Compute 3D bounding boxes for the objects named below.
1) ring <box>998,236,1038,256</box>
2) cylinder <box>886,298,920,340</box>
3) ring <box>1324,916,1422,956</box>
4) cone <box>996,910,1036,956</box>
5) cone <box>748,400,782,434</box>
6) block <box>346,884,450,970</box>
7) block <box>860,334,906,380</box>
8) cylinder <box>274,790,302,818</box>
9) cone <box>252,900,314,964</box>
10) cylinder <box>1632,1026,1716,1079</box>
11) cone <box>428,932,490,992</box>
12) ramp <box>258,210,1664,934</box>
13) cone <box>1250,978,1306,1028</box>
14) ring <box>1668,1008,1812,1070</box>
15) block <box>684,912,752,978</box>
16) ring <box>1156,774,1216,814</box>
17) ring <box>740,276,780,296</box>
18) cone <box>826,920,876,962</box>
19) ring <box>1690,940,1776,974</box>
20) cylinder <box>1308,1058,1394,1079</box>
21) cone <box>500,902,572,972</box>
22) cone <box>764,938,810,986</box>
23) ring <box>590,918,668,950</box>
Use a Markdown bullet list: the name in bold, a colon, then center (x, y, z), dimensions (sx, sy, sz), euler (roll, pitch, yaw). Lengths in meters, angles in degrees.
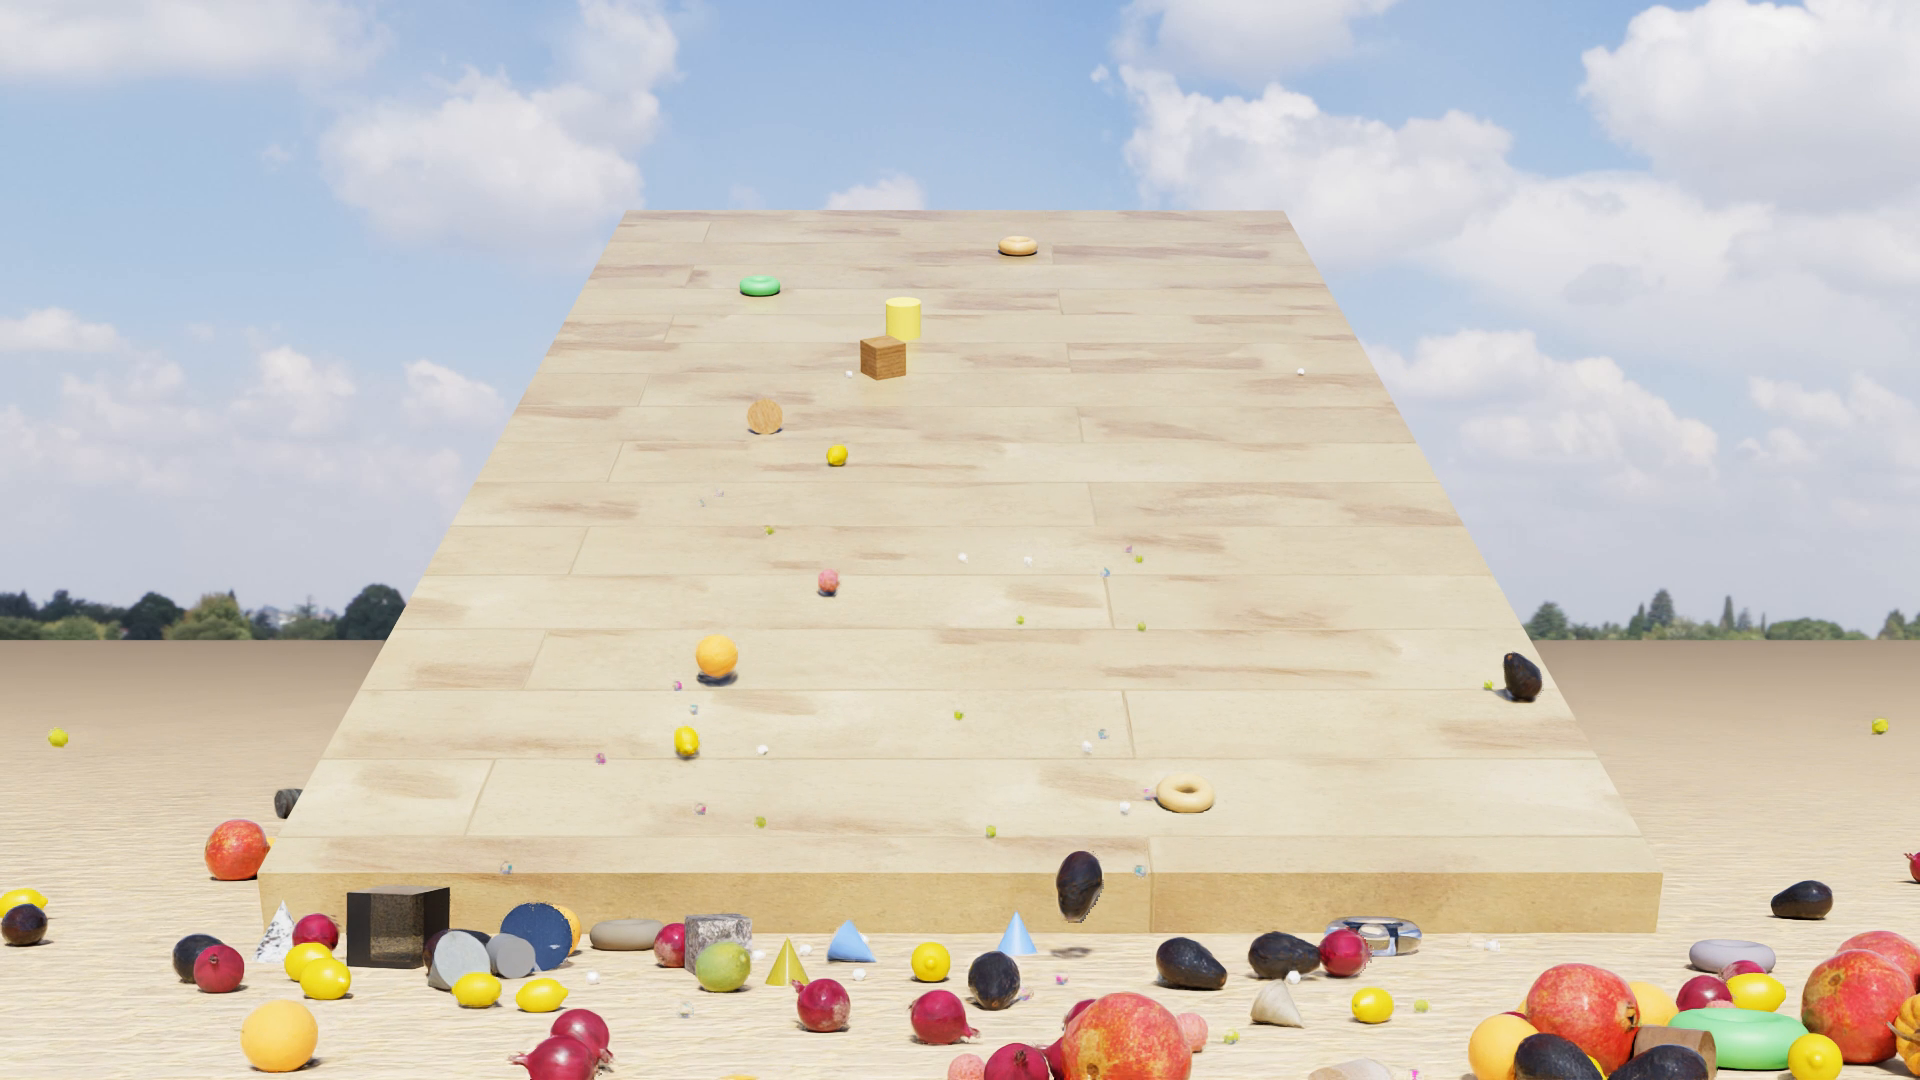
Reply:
- **ring**: center (0.165, -0.835, 6.500), dimensions (0.114, 0.038, 0.114), euler (1, 21, 0)
- **cylinder**: center (-0.141, -0.552, 5.719), dimensions (0.087, 0.087, 0.087), euler (0, 22, 0)
- **ring**: center (0.561, 0.537, 3.111), dimensions (0.131, 0.044, 0.131), euler (1, -3, 0)
- **cone**: center (0.076, 0.530, 3.104), dimensions (0.057, 0.057, 0.057), euler (0, -2, 0)
- **cone**: center (-0.432, -0.267, 5.070), dimensions (0.079, 0.079, 0.079), euler (0, -5, -6)
- **block**: center (-0.735, 0.506, 3.002), dimensions (0.096, 0.096, 0.096), euler (-1, -2, 17)
- **block**: center (-0.182, -0.432, 5.427), dimensions (0.080, 0.080, 0.080), euler (-13, 25, -29)
- **cylinder**: center (-1.564, 0.619, 5.376), dimensions (0.065, 0.065, 0.065), euler (1, -3, -41)
- **cone**: center (-0.896, 0.516, 3.034), dimensions (0.079, 0.079, 0.079), euler (0, -2, 0)
- **cylinder**: center (0.673, 0.490, 2.158), dimensions (0.060, 0.060, 0.060), euler (-4, -4, 36)
- **cone**: center (-0.627, 0.528, 2.788), dimensions (0.079, 0.079, 0.079), euler (-35, -23, 34)
- **ramp**: center (-0.006, -0.219, 5.135), dimensions (2.000, 0.100, 4.000), euler (0, 22, 0)
- **cone**: center (0.360, 0.522, 2.520), dimensions (0.056, 0.056, 0.056), euler (3, 23, -47)
- **ring**: center (0.785, 0.503, 2.314), dimensions (0.140, 0.047, 0.140), euler (1, -3, 0)
- **block**: center (-0.309, 0.516, 2.923), dimensions (0.069, 0.069, 0.069), euler (1, -3, -21)
- **ring**: center (0.340, 0.381, 3.451), dimensions (0.089, 0.030, 0.089), euler (2, 25, -1)
- **ring**: center (-0.533, -0.677, 6.102), dimensions (0.109, 0.036, 0.109), euler (1, 21, 0)
- **cone**: center (-0.135, 0.541, 3.016), dimensions (0.060, 0.060, 0.060), euler (27, 4, 14)
- **ring**: center (0.989, 0.534, 2.935), dimensions (0.106, 0.035, 0.106), euler (1, -2, 0)
- **cylinder**: center (0.338, 0.482, 1.982), dimensions (0.060, 0.060, 0.060), euler (-2, -3, 43)
- **cone**: center (-0.559, 0.532, 2.982), dimensions (0.094, 0.094, 0.094), euler (1, -29, -20)
- **cone**: center (-0.213, 0.519, 2.834), dimensions (0.057, 0.057, 0.057), euler (0, -2, 0)
- **ring**: center (-0.456, 0.543, 3.152), dimensions (0.106, 0.035, 0.106), euler (-1, -3, 0)
